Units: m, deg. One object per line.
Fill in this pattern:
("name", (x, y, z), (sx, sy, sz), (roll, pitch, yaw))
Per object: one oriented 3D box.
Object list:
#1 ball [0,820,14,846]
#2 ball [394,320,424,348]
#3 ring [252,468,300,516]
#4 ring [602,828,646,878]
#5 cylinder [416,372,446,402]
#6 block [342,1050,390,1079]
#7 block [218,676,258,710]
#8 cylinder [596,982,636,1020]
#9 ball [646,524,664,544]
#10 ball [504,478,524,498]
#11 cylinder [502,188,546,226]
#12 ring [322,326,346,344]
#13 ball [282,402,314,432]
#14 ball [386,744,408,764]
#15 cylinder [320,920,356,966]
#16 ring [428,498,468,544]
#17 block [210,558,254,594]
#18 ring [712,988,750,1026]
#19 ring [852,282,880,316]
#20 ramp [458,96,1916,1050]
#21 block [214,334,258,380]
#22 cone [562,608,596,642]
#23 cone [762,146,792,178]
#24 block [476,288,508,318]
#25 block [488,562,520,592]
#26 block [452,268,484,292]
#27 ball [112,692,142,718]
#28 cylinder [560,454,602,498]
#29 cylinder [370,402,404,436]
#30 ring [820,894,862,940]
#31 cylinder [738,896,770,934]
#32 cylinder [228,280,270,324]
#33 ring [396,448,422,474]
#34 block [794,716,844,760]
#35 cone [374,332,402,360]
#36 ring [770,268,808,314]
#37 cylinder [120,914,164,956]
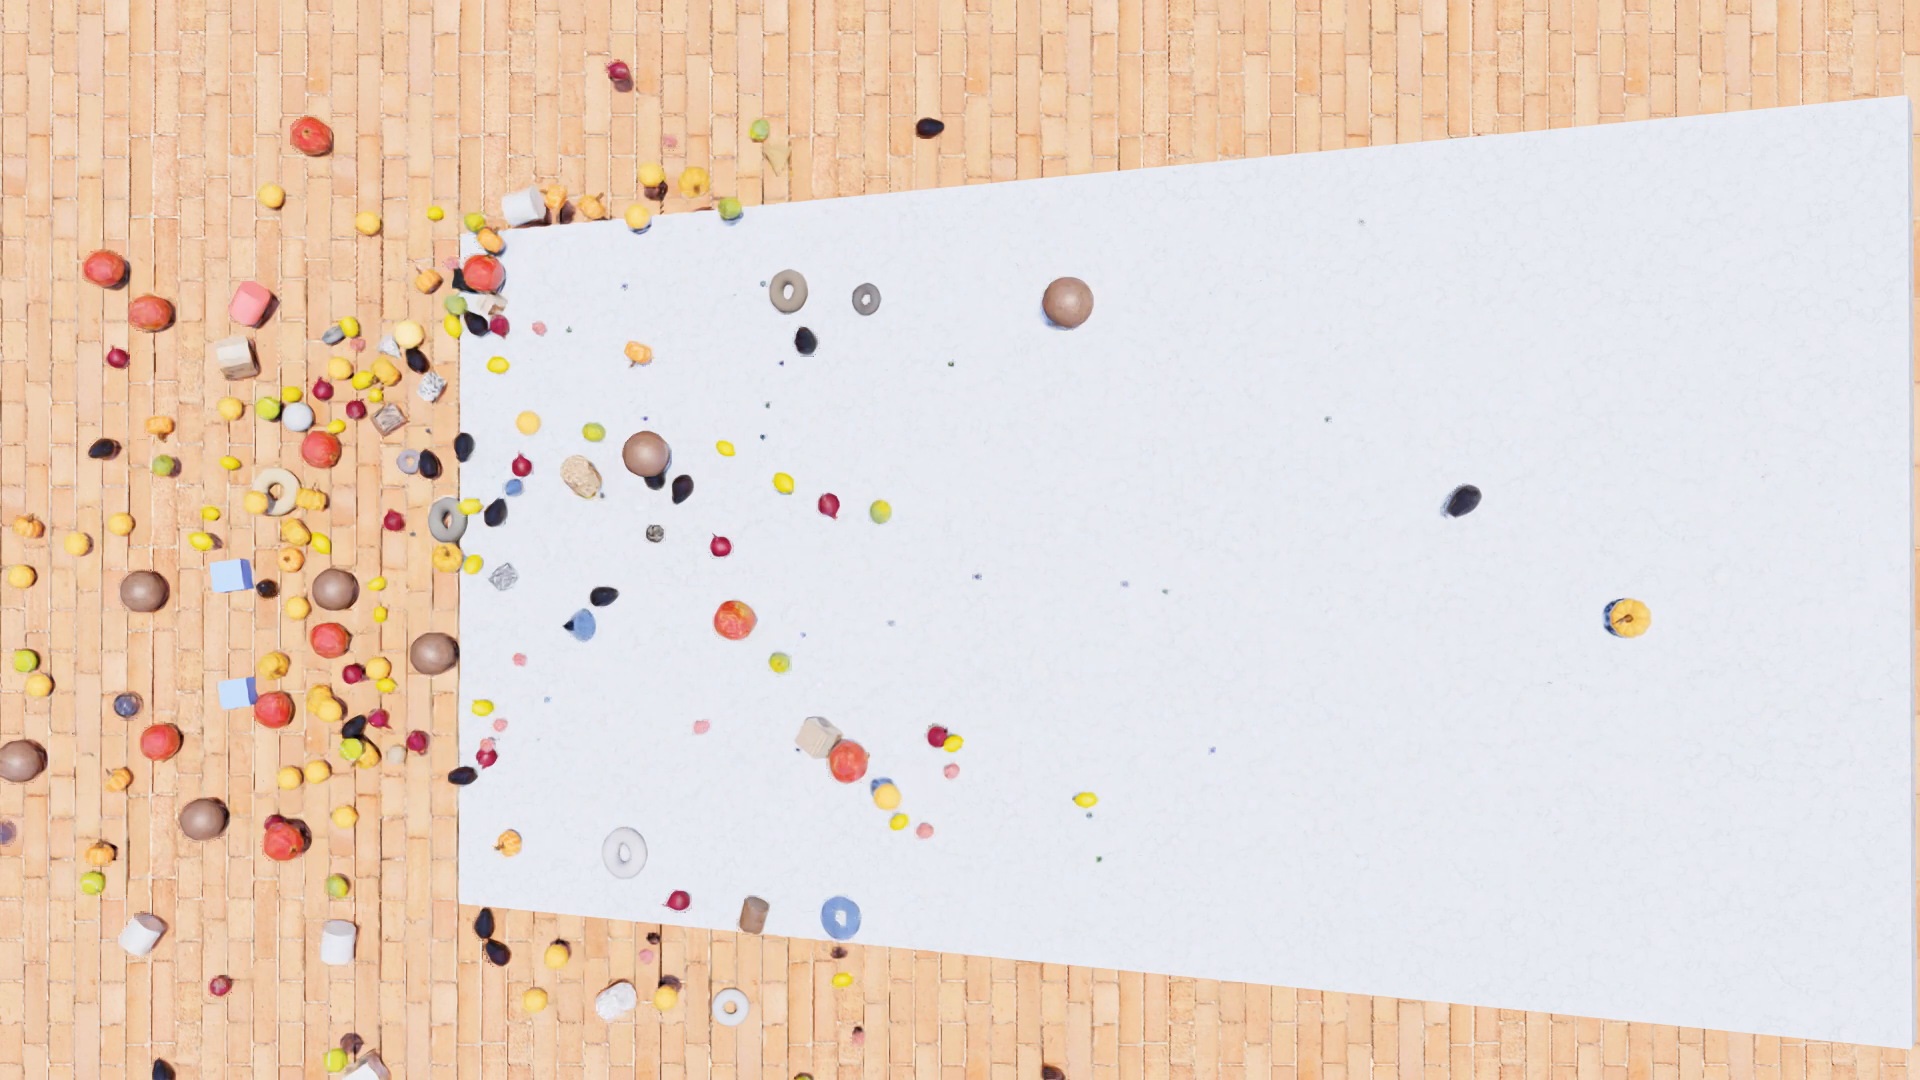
("ball", (-2.884, 0.881, 6.613), (0.075, 0.075, 0.075), (0, 89, 0))
("ball", (-1.659, -0.619, 6.616), (0.087, 0.087, 0.087), (0, 89, 0))
("ring", (-2.064, -0.146, 6.636), (0.149, 0.050, 0.149), (0, 92, 3))
("ring", (-0.951, 0.887, 6.230), (0.146, 0.049, 0.146), (-1, 88, 28))
("cylinder", (-1.587, -0.459, 6.596), (0.062, 0.062, 0.062), (36, 115, 0))
("block", (-1.775, 1.605, 6.572), (0.092, 0.092, 0.092), (-34, 102, 1))
("block", (-2.170, 0.460, 6.613), (0.084, 0.084, 0.084), (-8, 89, 0))
("cylinder", (-1.030, 1.381, 6.585), (0.088, 0.088, 0.088), (-32, 89, 32))
("ball", (-0.859, -0.018, 6.184), (0.052, 0.052, 0.052), (0, 89, 0))
("ball", (-1.302, -0.152, 6.430), (0.058, 0.058, 0.058), (0, 89, 0))
("cylinder", (-1.280, -0.977, 6.450), (0.092, 0.092, 0.092), (-13, 89, 15))
("ring", (-1.888, -0.619, 6.632), (0.075, 0.075, 0.025), (-30, 122, 0))
("ball", (-1.992, -0.370, 6.618), (0.090, 0.090, 0.090), (0, 89, 0))
("ball", (-1.697, 0.646, 6.622), (0.062, 0.062, 0.062), (0, 89, 0))
("cylinder", (-1.862, 1.206, 6.583), (0.097, 0.097, 0.097), (12, 106, 0))
("ring", (-1.529, -0.058, 6.566), (0.139, 0.046, 0.139), (-1, 88, 29))
("block", (-2.190, 0.108, 6.613), (0.091, 0.091, 0.091), (-8, 89, 0))
("ring", (-0.691, 1.408, 6.626), (0.115, 0.038, 0.115), (0, 88, 0))
("ring", (-0.249, -0.642, 5.861), (0.087, 0.029, 0.087), (0, 91, 30))
("ramp", (0.272, 0.076, 5.634), (4.000, 0.100, 2.000), (0, 89, 29))
("block", (-2.168, -0.546, 6.587), (0.091, 0.091, 0.091), (-15, 73, -10))
("cone", (-1.110, 0.246, 6.298), (0.096, 0.096, 0.096), (0, 89, 29))
("cone", (-0.551, -1.137, 6.650), (0.091, 0.091, 0.091), (0, 116, 0))
("block", (-1.380, -0.699, 6.481), (0.057, 0.057, 0.057), (40, 108, 24))
("block", (-1.333, 0.110, 6.432), (0.054, 0.054, 0.054), (-23, 118, 36))
("block", (-1.461, -0.770, 6.526), (0.060, 0.060, 0.060), (13, 96, 29))
("ball", (-2.506, 0.497, 6.614), (0.081, 0.081, 0.081), (0, 89, 0))
("cylinder", (-1.072, -0.180, 6.219), (0.089, 0.089, 0.089), (-8, 59, 14))
("cylinder", (-1.723, -0.364, 6.608), (0.073, 0.073, 0.073), (-37, 90, -23))
("ring", (-0.318, 1.009, 5.876), (0.123, 0.041, 0.123), (0, 91, 29))
("cylinder", (-0.561, 1.022, 5.986), (0.073, 0.073, 0.073), (17, 106, 0))
("cylinder", (-2.116, -0.707, 6.548), (0.093, 0.093, 0.093), (37, 115, 0))
("ring", (-1.664, -0.237, 6.649), (0.078, 0.026, 0.078), (0, 90, -6))
("block", (-0.377, 0.530, 5.892), (0.079, 0.079, 0.079), (38, 107, 24))
("cone", (-1.713, -0.574, 6.648), (0.078, 0.078, 0.078), (-39, 116, 0))
("ring", (-0.466, -0.677, 5.977), (0.121, 0.040, 0.121), (0, 91, 30))
("cylinder", (-2.443, 1.178, 6.564), (0.090, 0.090, 0.090), (36, 96, 0))
